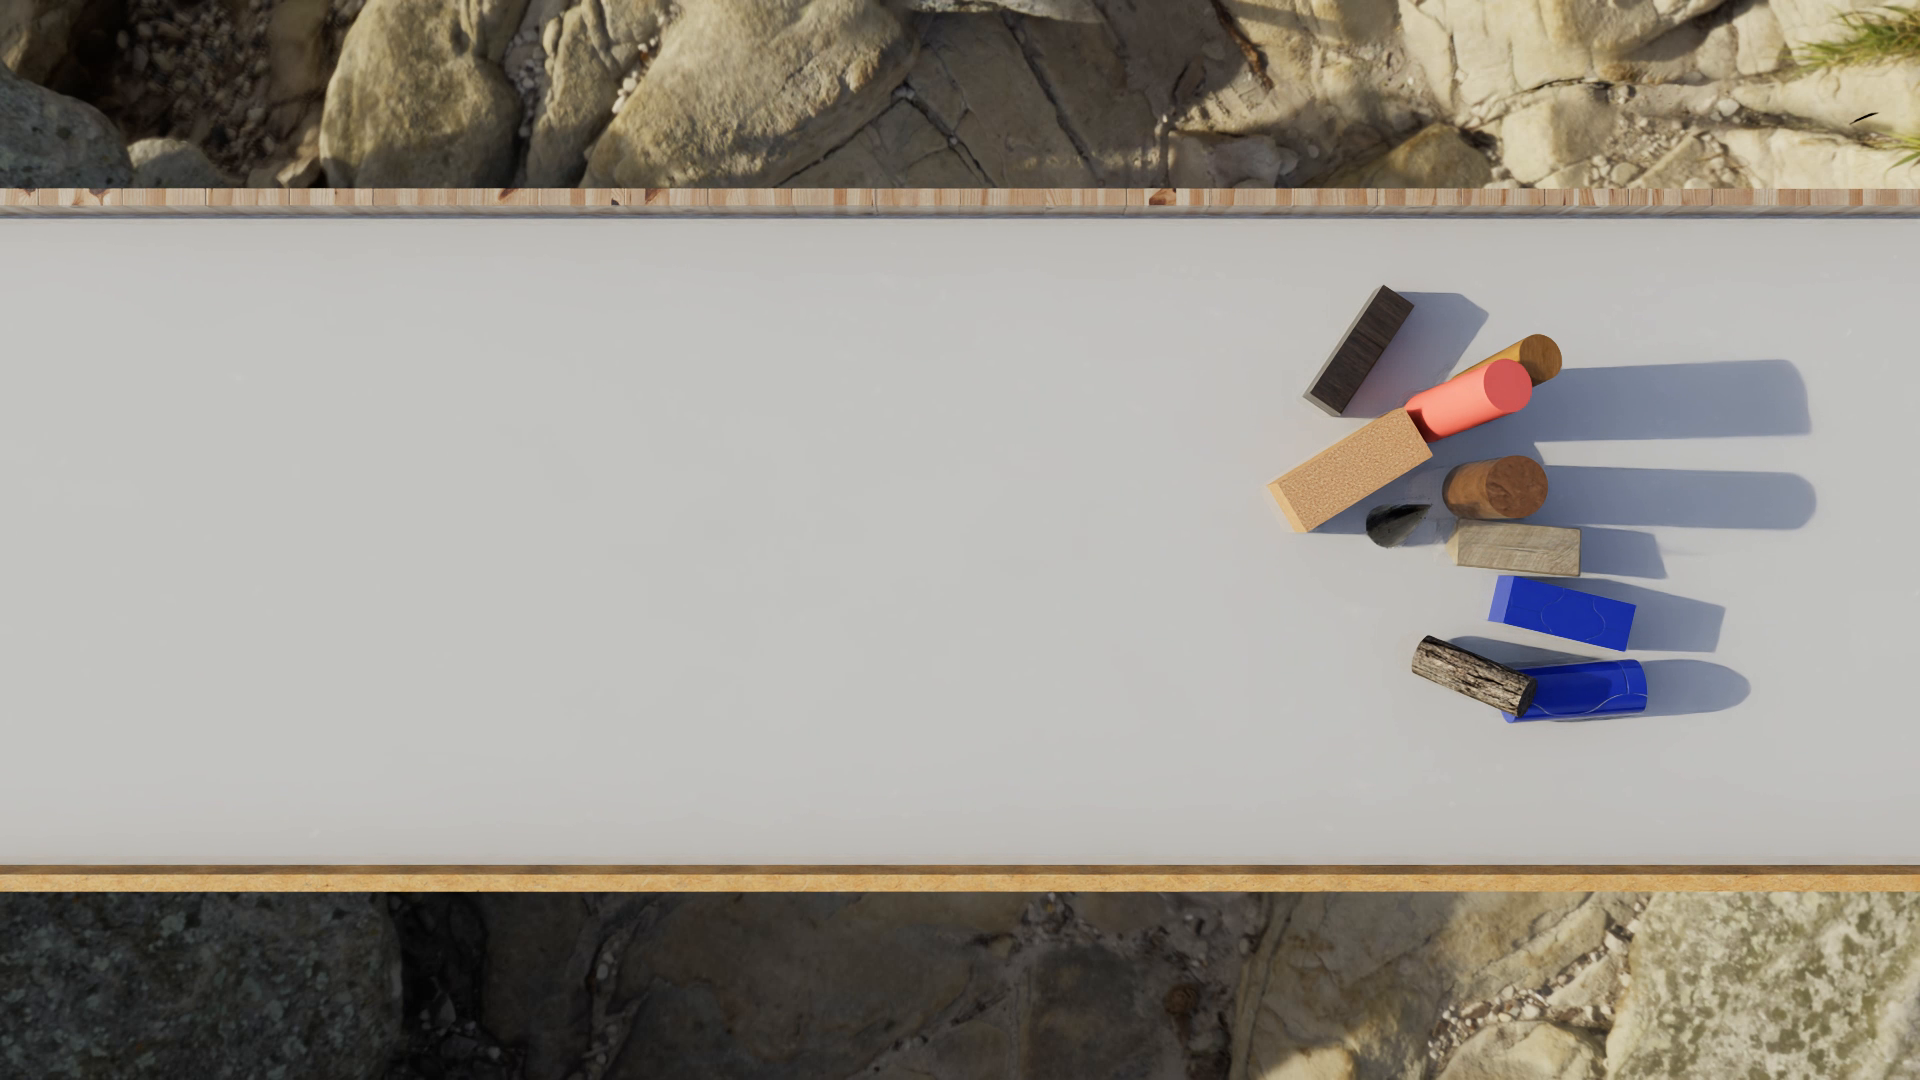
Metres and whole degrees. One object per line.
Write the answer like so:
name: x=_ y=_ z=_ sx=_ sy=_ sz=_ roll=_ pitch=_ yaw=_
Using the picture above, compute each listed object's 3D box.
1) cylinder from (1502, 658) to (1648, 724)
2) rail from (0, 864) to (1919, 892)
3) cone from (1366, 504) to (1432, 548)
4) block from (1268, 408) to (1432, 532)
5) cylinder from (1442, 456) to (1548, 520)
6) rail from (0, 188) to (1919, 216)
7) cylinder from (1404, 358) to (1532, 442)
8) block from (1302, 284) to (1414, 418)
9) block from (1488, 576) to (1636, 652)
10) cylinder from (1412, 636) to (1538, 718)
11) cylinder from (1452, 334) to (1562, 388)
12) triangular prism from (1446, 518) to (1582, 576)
cylinder: x=1.850 y=0.457 z=4.993 sx=0.391 sy=0.167 sz=0.167 roll=-4 pitch=90 yaw=0
rail: x=-2.247 y=1.025 z=5.001 sx=12.000 sy=0.150 sz=0.050 roll=0 pitch=90 yaw=0
cone: x=1.323 y=-0.070 z=4.857 sx=0.136 sy=0.424 sz=0.136 roll=0 pitch=83 yaw=-2
block: x=1.176 y=-0.209 z=4.991 sx=0.440 sy=0.170 sz=0.170 roll=-31 pitch=90 yaw=0
cylinder: x=1.572 y=-0.150 z=4.867 sx=0.178 sy=0.419 sz=0.178 roll=0 pitch=90 yaw=0
rail: x=-2.247 y=-1.025 z=5.002 sx=12.000 sy=0.150 sz=0.050 roll=0 pitch=90 yaw=0
cylinder: x=1.483 y=-0.403 z=4.842 sx=0.154 sy=0.444 sz=0.154 roll=2 pitch=82 yaw=-14
block: x=1.211 y=-0.574 z=5.019 sx=0.114 sy=0.114 sz=0.395 roll=34 pitch=90 yaw=0
block: x=1.823 y=0.222 z=5.004 sx=0.375 sy=0.145 sz=0.145 roll=13 pitch=90 yaw=0
cylinder: x=1.534 y=0.405 z=4.927 sx=0.340 sy=0.126 sz=0.126 roll=24 pitch=90 yaw=35
cylinder: x=1.604 y=-0.484 z=4.869 sx=0.137 sy=0.391 sz=0.137 roll=3 pitch=79 yaw=-13
triangular prism: x=1.678 y=0.044 z=4.982 sx=0.371 sy=0.144 sz=0.125 roll=5 pitch=50 yaw=0
